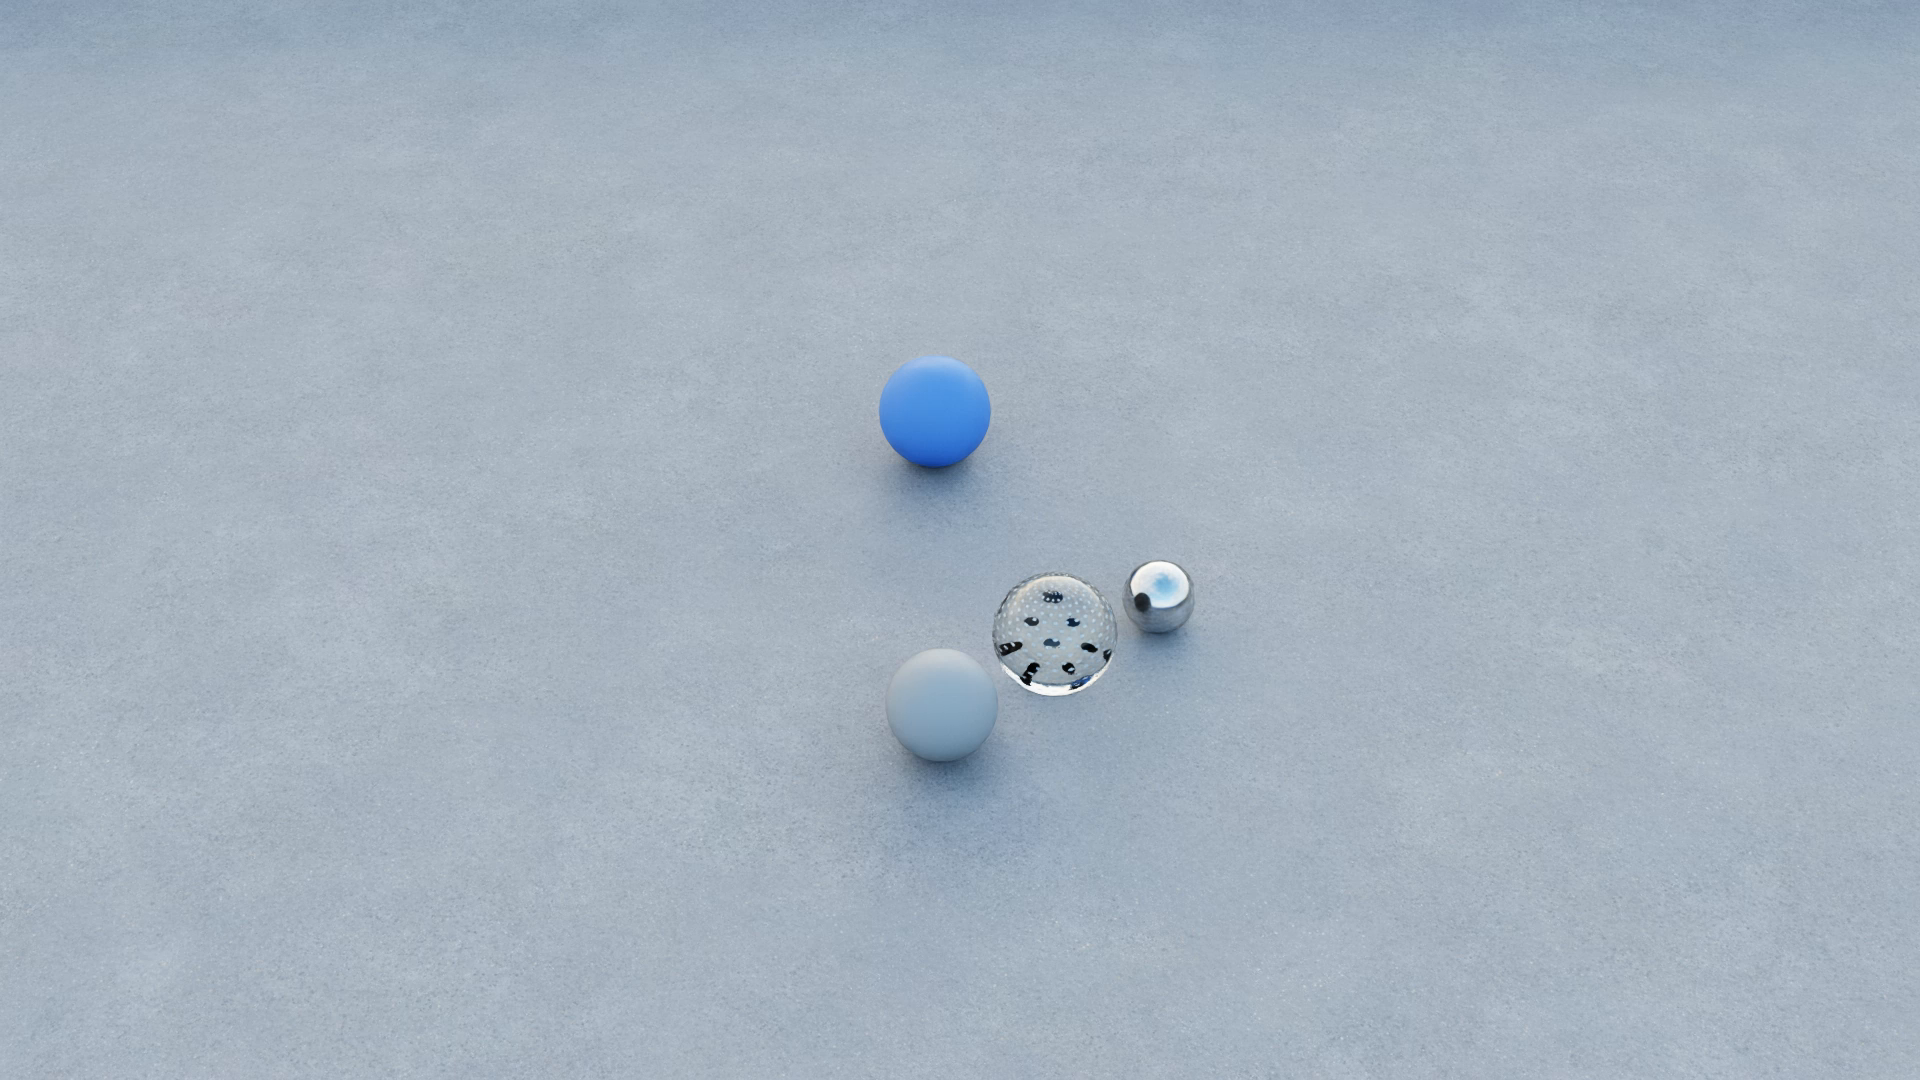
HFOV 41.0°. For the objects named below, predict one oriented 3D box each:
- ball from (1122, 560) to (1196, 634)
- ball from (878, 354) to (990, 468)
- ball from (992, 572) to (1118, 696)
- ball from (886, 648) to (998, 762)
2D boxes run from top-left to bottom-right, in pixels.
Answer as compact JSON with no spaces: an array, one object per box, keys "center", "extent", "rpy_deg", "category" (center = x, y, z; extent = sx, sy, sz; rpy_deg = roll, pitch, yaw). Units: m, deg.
[{"center":[0.122,0.035,1.571],"extent":[0.046,0.046,0.046],"rpy_deg":[0,36,0],"category":"ball"},{"center":[-0.017,-0.086,1.710],"extent":[0.075,0.075,0.075],"rpy_deg":[0,36,0],"category":"ball"},{"center":[0.056,0.056,1.519],"extent":[0.074,0.074,0.074],"rpy_deg":[0,36,0],"category":"ball"},{"center":[-0.010,0.095,1.473],"extent":[0.065,0.065,0.065],"rpy_deg":[0,36,0],"category":"ball"}]
